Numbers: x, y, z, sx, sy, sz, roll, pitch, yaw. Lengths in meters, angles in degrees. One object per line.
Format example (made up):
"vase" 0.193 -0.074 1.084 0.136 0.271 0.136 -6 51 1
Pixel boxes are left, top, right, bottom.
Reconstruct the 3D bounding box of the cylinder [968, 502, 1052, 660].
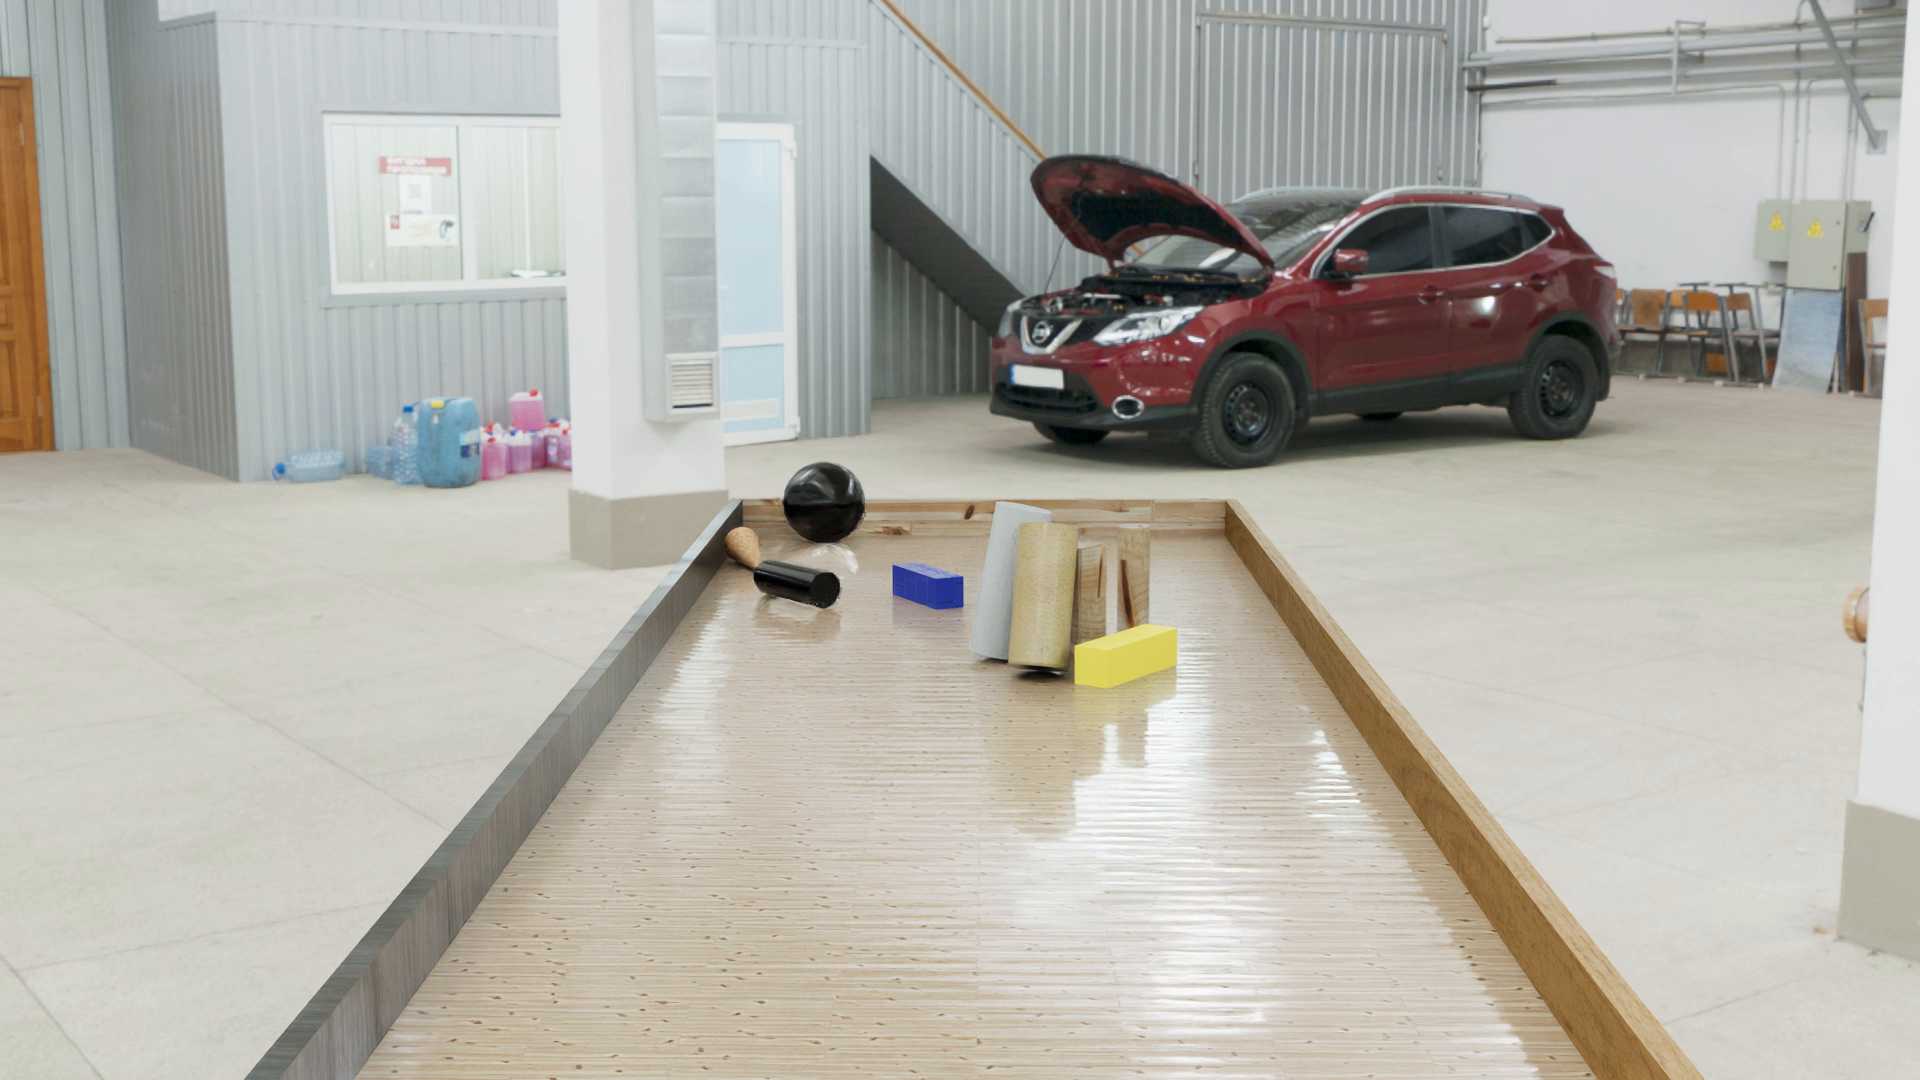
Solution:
"cylinder" 0.153 0.124 6.695 0.174 0.456 0.174 11 7 -1

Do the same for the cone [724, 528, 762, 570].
"cone" -0.782 0.075 8.321 0.137 0.137 0.370 -3 20 -20

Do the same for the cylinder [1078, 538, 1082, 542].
"cylinder" 0.439 0.078 8.113 0.127 0.127 0.444 -1 9 -7

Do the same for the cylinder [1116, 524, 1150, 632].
"cylinder" 0.544 0.142 6.904 0.101 0.378 0.101 0 9 0

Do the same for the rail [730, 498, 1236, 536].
"rail" 0.099 -0.098 9.147 2.100 0.150 0.050 0 9 1

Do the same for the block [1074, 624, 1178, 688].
"block" 0.494 0.341 6.500 0.112 0.112 0.400 6 11 35

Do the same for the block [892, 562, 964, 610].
"block" -0.113 0.158 7.669 0.107 0.107 0.333 -5 10 -28

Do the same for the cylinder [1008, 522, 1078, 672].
"cylinder" 0.246 0.169 6.489 0.178 0.420 0.178 5 -8 1

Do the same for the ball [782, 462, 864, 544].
"ball" -0.552 -0.153 8.912 0.333 0.333 0.333 0 9 0

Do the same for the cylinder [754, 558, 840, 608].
"cylinder" -0.570 0.149 7.662 0.127 0.127 0.348 -7 11 -37

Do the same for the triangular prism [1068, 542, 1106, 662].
"triangular prism" 0.355 0.186 6.698 0.121 0.355 0.139 7 11 38

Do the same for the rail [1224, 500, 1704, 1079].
"rail" 1.046 0.843 3.208 0.050 0.150 12.000 0 9 1

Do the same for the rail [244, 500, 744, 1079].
"rail" -1.004 0.839 3.234 0.050 0.150 12.000 0 9 1
